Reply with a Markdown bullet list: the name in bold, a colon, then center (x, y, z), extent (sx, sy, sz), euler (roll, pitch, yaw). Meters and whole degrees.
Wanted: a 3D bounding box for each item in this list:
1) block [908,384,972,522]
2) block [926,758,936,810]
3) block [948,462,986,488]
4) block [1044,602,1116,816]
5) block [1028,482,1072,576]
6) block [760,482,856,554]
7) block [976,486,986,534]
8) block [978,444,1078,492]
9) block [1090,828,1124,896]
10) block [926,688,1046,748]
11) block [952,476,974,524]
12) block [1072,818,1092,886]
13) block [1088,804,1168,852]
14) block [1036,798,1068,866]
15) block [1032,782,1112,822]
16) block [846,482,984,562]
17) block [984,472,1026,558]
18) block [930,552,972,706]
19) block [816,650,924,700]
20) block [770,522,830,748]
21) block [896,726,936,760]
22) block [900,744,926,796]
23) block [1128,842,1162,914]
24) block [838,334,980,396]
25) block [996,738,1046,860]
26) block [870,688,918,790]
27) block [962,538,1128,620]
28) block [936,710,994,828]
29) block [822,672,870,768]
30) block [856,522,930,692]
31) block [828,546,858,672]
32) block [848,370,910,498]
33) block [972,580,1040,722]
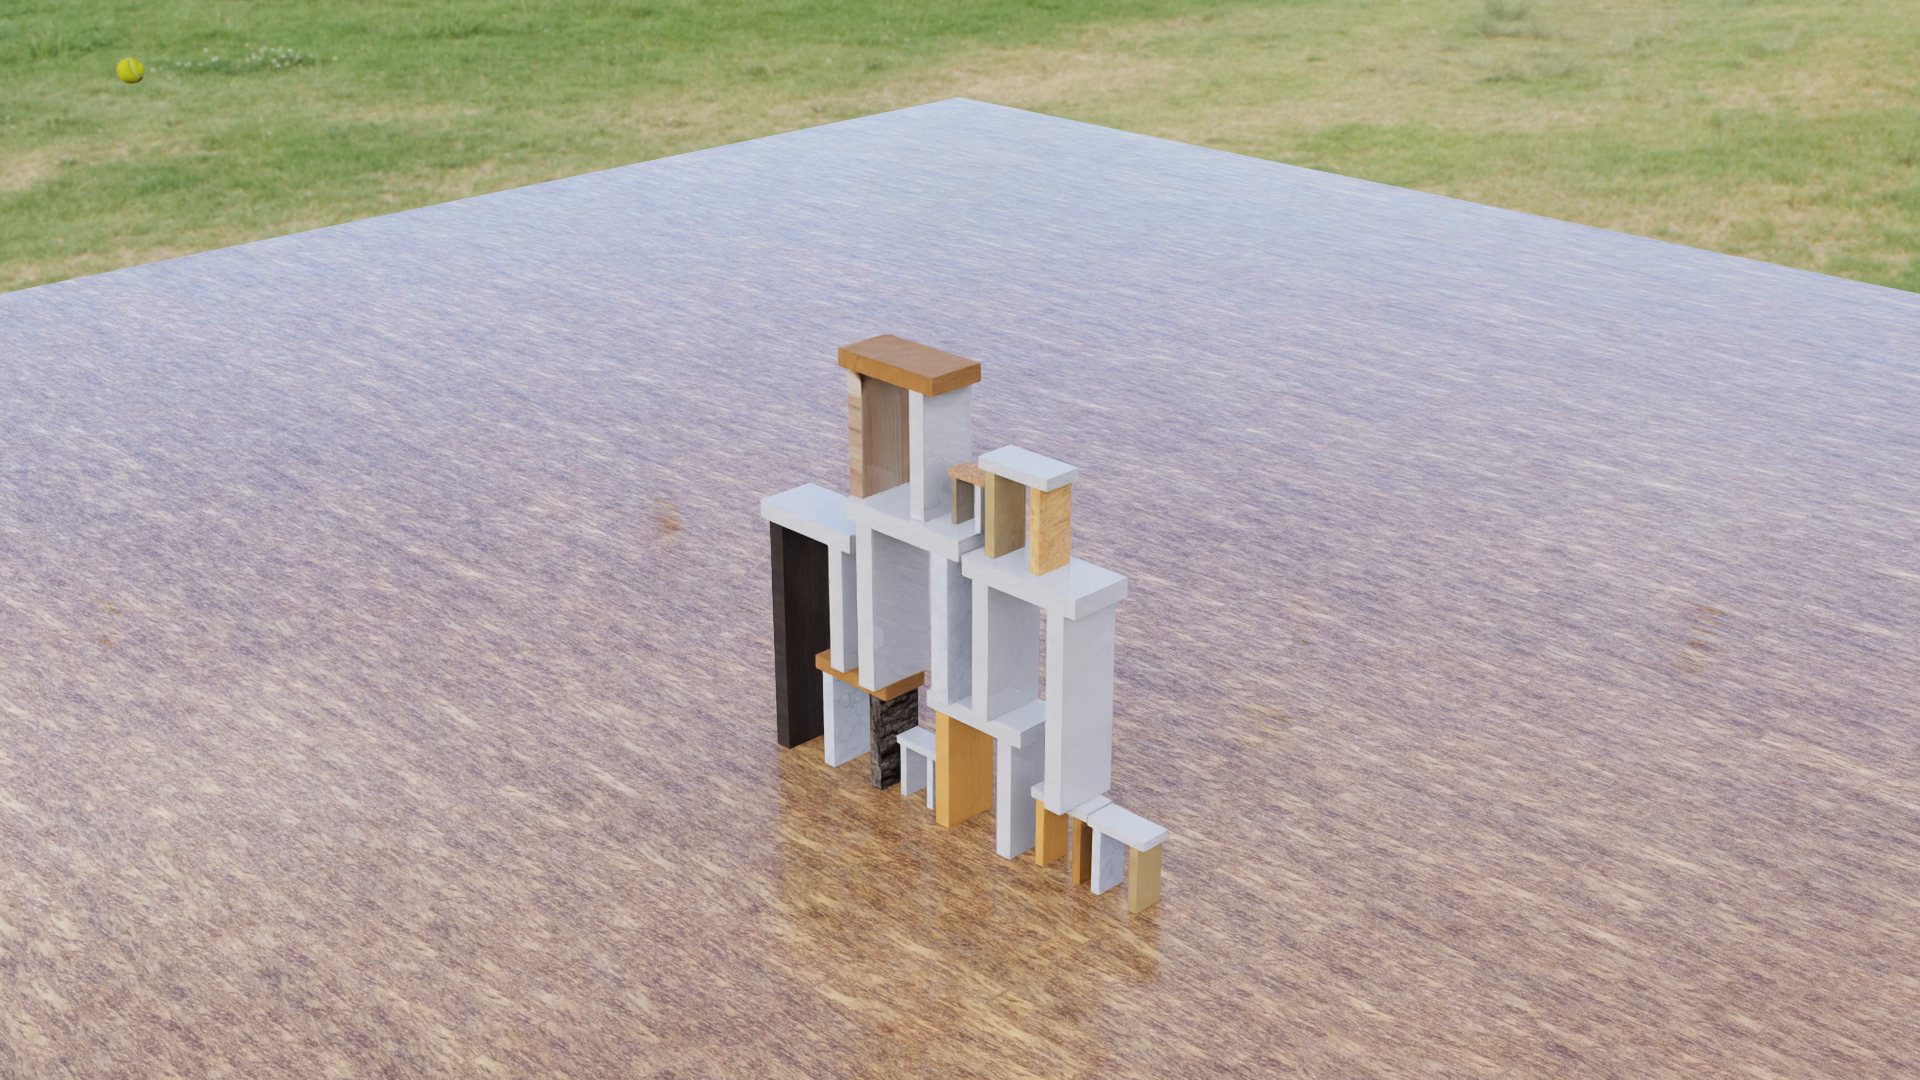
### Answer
- **block**: center (-0.037, -0.175, 4.190), extent (0.037, 0.258, 0.129), euler (21, 31, 40)
- **block**: center (-0.041, 0.485, 4.471), extent (0.016, 0.115, 0.058), euler (21, 31, 41)
- **block**: center (0.028, -0.123, 4.136), extent (0.095, 0.014, 0.048), euler (21, 31, 41)
- **block**: center (0.223, 0.302, 4.103), extent (0.143, 0.413, 0.041), euler (-21, 31, -41)
- **block**: center (0.165, -0.027, 4.028), extent (0.024, 0.170, 0.085), euler (21, 31, 41)
- **block**: center (-0.267, -0.046, 4.493), extent (0.136, 0.039, 0.273), euler (-21, 31, -40)
- **block**: center (0.050, -0.064, 4.137), extent (0.014, 0.095, 0.048), euler (21, 31, 40)
- **block**: center (0.125, -0.132, 4.027), extent (0.170, 0.024, 0.085), euler (21, 31, 40)
- **block**: center (0.281, 0.598, 4.174), extent (0.020, 0.139, 0.069), euler (21, 31, 41)
- **block**: center (0.069, 0.328, 4.292), extent (0.254, 0.036, 0.127), euler (21, 31, 41)
- **block**: center (0.005, -0.081, 4.178), extent (0.014, 0.095, 0.048), euler (21, 31, 40)
- **block**: center (0.246, 0.582, 4.206), extent (0.020, 0.143, 0.072), euler (21, 31, 41)
- **block**: center (0.313, 0.538, 4.113), extent (0.139, 0.020, 0.069), euler (21, 31, 41)
- **block**: center (0.179, 0.556, 4.268), extent (0.020, 0.143, 0.072), euler (21, 31, 41)
- **block**: center (0.213, 0.494, 4.205), extent (0.143, 0.020, 0.072), euler (21, 31, 41)
- **block**: center (-0.059, -0.042, 4.264), extent (0.311, 0.044, 0.156), euler (21, 31, 40)
- **block**: center (0.085, -0.058, 4.101), extent (0.024, 0.170, 0.085), euler (21, 31, 40)
- **block**: center (0.015, 0.150, 4.266), extent (0.044, 0.311, 0.156), euler (21, 31, 41)
- **block**: center (-0.187, 0.267, 4.541), extent (0.108, 0.030, 0.215), euler (-21, 31, -40)
- **block**: center (-0.330, 0.185, 4.661), extent (0.039, 0.518, 0.136), euler (21, 31, 41)
- **block**: center (-0.068, 0.414, 4.470), extent (0.115, 0.016, 0.058), euler (21, 31, 41)
- **block**: center (-0.095, 0.464, 4.521), extent (0.016, 0.115, 0.058), euler (21, 31, 41)
- **block**: center (0.346, 0.623, 4.114), extent (0.020, 0.139, 0.069), euler (21, 31, 41)
- **block**: center (-0.097, -0.335, 4.189), extent (0.129, 0.037, 0.258), euler (-21, 31, -40)
- **block**: center (0.129, 0.485, 4.293), extent (0.036, 0.254, 0.127), euler (21, 31, 41)
- **block**: center (-0.135, 0.400, 4.542), extent (0.030, 0.215, 0.108), euler (21, 31, 41)
- **block**: center (0.155, 0.067, 4.077), extent (0.286, 0.041, 0.143), euler (21, 31, 41)
- **block**: center (0.010, 0.438, 4.403), extent (0.036, 0.254, 0.127), euler (21, 31, 41)
- **block**: center (-0.236, 0.361, 4.636), extent (0.030, 0.215, 0.108), euler (21, 31, 41)
- **block**: center (-0.134, 0.114, 4.409), extent (0.044, 0.356, 0.156), euler (21, 31, 40)
- **block**: center (-0.203, 0.122, 4.495), extent (0.136, 0.273, 0.039), euler (-21, 31, -41)
- **block**: center (-0.158, -0.222, 4.302), extent (0.037, 0.258, 0.129), euler (21, 31, 40)
- **block**: center (0.088, 0.191, 4.202), extent (0.041, 0.286, 0.143), euler (21, 31, 41)
